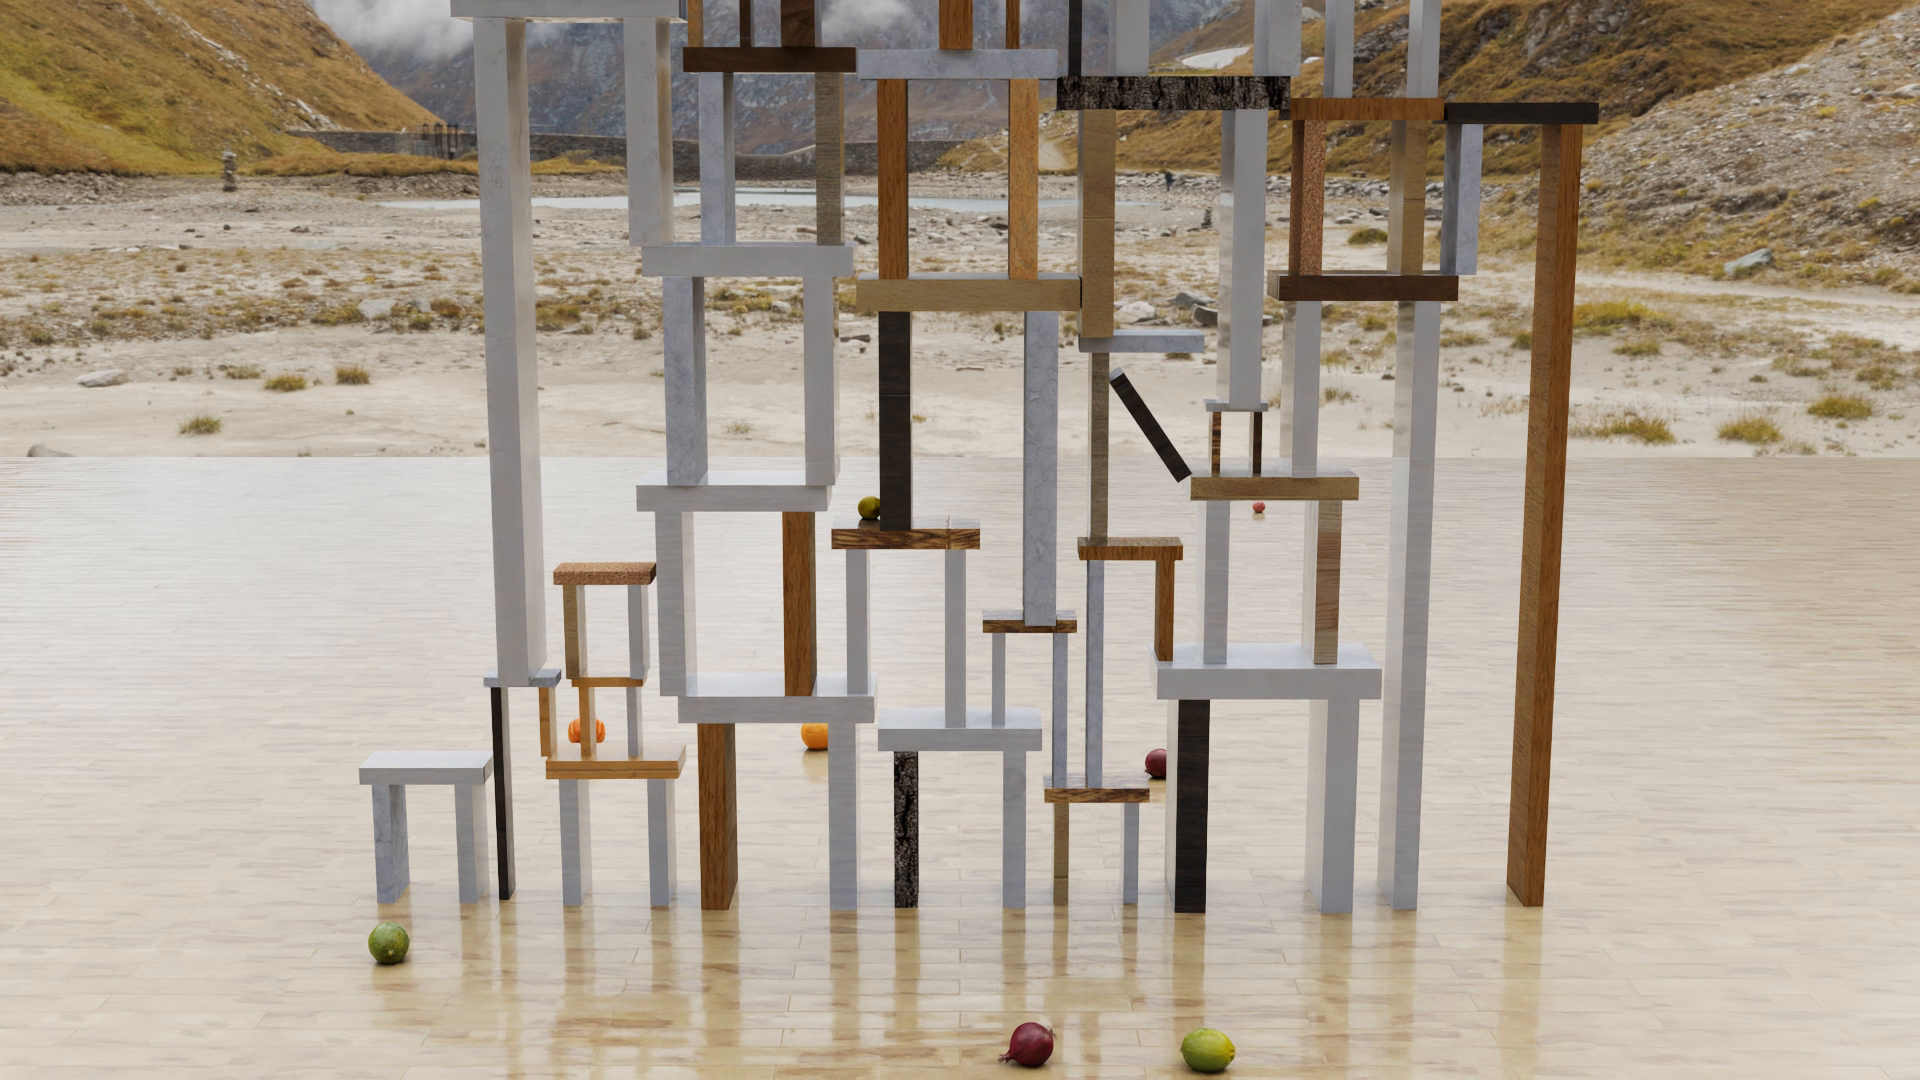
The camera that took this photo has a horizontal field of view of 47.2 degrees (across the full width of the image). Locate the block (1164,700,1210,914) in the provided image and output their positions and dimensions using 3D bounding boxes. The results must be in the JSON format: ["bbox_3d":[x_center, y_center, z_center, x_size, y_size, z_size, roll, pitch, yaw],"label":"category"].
[{"bbox_3d":[0.374,0.414,3.633,0.051,0.358,0.179,0,11,0],"label":"block"}]

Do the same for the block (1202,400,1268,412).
[{"bbox_3d":[0.441,-0.215,3.519,0.099,0.014,0.050,0,11,0],"label":"block"}]

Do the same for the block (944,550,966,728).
[{"bbox_3d":[-0.007,0.148,3.584,0.034,0.293,0.118,0,11,0],"label":"block"}]

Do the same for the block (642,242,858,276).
[{"bbox_3d":[-0.328,-0.444,3.474,0.327,0.046,0.163,0,11,0],"label":"block"}]

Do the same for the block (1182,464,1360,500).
[{"bbox_3d":[0.498,-0.093,3.544,0.266,0.038,0.133,0,11,0],"label":"block"}]

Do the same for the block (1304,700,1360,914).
[{"bbox_3d":[0.613,0.414,3.633,0.051,0.358,0.179,0,11,0],"label":"block"}]

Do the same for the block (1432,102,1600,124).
[{"bbox_3d":[0.865,-0.665,3.432,0.230,0.033,0.115,0,11,0],"label":"block"}]

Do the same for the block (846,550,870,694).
[{"bbox_3d":[-0.165,0.121,3.579,0.034,0.237,0.118,0,11,0],"label":"block"}]

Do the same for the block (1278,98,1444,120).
[{"bbox_3d":[0.626,-0.673,3.438,0.237,0.034,0.118,0,11,0],"label":"block"}]

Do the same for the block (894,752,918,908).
[{"bbox_3d":[-0.089,0.460,3.643,0.038,0.266,0.133,0,11,0],"label":"block"}]

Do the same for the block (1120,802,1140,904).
[{"bbox_3d":[0.281,0.506,3.650,0.024,0.172,0.086,0,11,0],"label":"block"}]

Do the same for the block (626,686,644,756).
[{"bbox_3d":[-0.535,0.291,3.615,0.016,0.116,0.058,0,11,0],"label":"block"}]

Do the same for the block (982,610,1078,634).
[{"bbox_3d":[0.113,0.132,3.581,0.152,0.022,0.076,0,11,0],"label":"block"}]

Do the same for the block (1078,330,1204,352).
[{"bbox_3d":[0.287,-0.317,3.500,0.195,0.028,0.098,0,11,2],"label":"block"}]

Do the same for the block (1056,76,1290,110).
[{"bbox_3d":[0.328,-0.695,3.425,0.347,0.049,0.174,0,10,0],"label":"block"}]

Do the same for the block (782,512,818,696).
[{"bbox_3d":[-0.260,0.089,3.573,0.043,0.301,0.150,0,10,0],"label":"block"}]

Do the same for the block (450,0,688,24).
[{"bbox_3d":[-0.598,-0.829,3.402,0.344,0.049,0.172,0,11,-1],"label":"block"}]

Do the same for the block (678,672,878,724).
[{"bbox_3d":[-0.295,0.258,3.607,0.315,0.045,0.158,0,11,0],"label":"block"}]

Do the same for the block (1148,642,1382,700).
[{"bbox_3d":[0.494,0.213,3.596,0.358,0.051,0.179,0,11,0],"label":"block"}]

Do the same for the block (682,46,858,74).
[{"bbox_3d":[-0.291,-0.746,3.422,0.264,0.037,0.132,0,11,0],"label":"block"}]

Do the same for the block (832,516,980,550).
[{"bbox_3d":[-0.086,-0.012,3.554,0.237,0.034,0.118,0,11,0],"label":"block"}]

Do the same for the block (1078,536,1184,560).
[{"bbox_3d":[0.275,0.014,3.560,0.166,0.023,0.083,0,11,0],"label":"block"}]

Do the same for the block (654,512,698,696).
[{"bbox_3d":[-0.460,0.089,3.572,0.043,0.301,0.150,0,11,0],"label":"block"}]

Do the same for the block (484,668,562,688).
[{"bbox_3d":[-0.716,0.226,3.600,0.117,0.017,0.059,0,11,-1],"label":"block"}]

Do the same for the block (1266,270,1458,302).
[{"bbox_3d":[0.635,-0.403,3.481,0.278,0.039,0.139,0,11,0],"label":"block"}]

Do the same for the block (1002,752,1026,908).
[{"bbox_3d":[0.088,0.460,3.643,0.038,0.266,0.133,0,11,0],"label":"block"}]

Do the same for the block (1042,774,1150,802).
[{"bbox_3d":[0.224,0.410,3.632,0.172,0.024,0.086,0,11,0],"label":"block"}]

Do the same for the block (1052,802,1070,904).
[{"bbox_3d":[0.166,0.506,3.650,0.024,0.172,0.086,0,11,0],"label":"block"}]

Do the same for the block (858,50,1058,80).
[{"bbox_3d":[-0.003,-0.738,3.418,0.304,0.043,0.152,0,11,0],"label":"block"}]

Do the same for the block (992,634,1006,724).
[{"bbox_3d":[0.063,0.218,3.596,0.022,0.152,0.076,0,11,0],"label":"block"}]

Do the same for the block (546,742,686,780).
[{"bbox_3d":[-0.565,0.364,3.624,0.215,0.030,0.108,0,11,0],"label":"block"}]

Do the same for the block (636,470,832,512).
[{"bbox_3d":[-0.360,-0.079,3.541,0.301,0.043,0.150,0,11,0],"label":"block"}]

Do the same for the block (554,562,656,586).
[{"bbox_3d":[-0.575,0.054,3.567,0.156,0.022,0.078,0,11,0],"label":"block"}]

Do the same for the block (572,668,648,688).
[{"bbox_3d":[-0.574,0.226,3.603,0.116,0.016,0.058,0,11,0],"label":"block"}]

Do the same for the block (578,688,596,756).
[{"bbox_3d":[-0.612,0.291,3.615,0.016,0.116,0.058,0,11,0],"label":"block"}]

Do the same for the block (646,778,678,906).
[{"bbox_3d":[-0.494,0.485,3.646,0.030,0.215,0.108,0,11,0],"label":"block"}]

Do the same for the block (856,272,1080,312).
[{"bbox_3d":[0.013,-0.394,3.488,0.347,0.049,0.173,0,11,0],"label":"block"}]

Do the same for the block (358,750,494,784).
[{"bbox_3d":[-0.878,0.376,3.634,0.203,0.029,0.101,0,11,0],"label":"block"}]

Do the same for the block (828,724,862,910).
[{"bbox_3d":[-0.190,0.435,3.640,0.045,0.315,0.158,0,11,0],"label":"block"}]

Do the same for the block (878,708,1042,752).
[{"bbox_3d":[0.000,0.311,3.615,0.266,0.038,0.133,0,11,0],"label":"block"}]

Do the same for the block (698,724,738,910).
[{"bbox_3d":[-0.400,0.435,3.640,0.045,0.315,0.158,0,11,0],"label":"block"}]

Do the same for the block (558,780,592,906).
[{"bbox_3d":[-0.637,0.485,3.646,0.030,0.215,0.108,0,11,0],"label":"block"}]
